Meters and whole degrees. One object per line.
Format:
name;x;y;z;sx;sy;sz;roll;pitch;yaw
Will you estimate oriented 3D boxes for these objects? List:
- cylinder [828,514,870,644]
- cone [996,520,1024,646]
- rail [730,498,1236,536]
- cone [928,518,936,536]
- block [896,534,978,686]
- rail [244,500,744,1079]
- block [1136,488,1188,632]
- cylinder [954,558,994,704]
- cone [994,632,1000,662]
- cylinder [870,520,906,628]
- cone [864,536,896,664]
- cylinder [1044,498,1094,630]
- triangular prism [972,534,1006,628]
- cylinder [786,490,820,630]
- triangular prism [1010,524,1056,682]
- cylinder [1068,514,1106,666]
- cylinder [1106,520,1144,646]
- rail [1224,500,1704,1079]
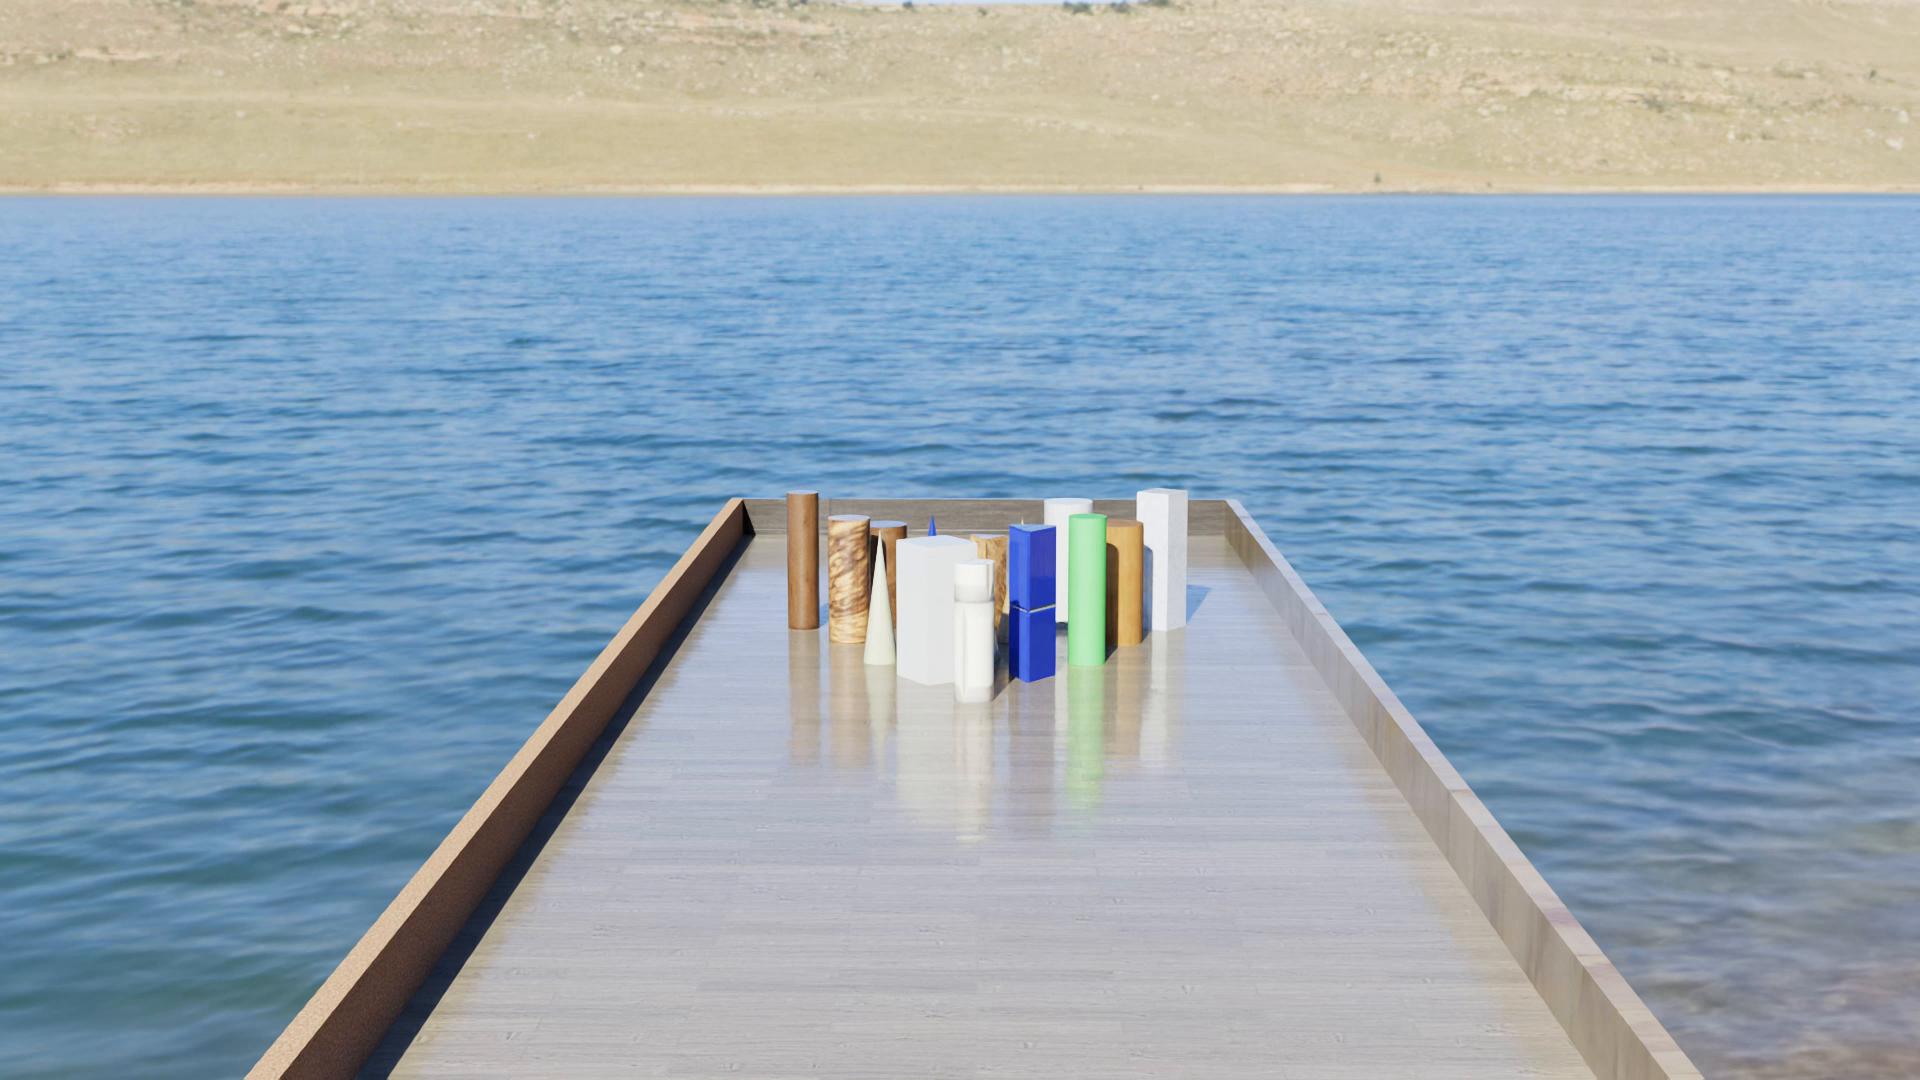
cylinder;-0.350;0.125;6.963;0.134;0.394;0.134;0;9;0
cone;0.197;0.125;6.963;0.168;0.394;0.168;0;9;0
rail;0.099;-0.098;9.147;2.100;0.150;0.050;0;9;1
cone;-0.087;0.123;6.909;0.163;0.415;0.163;0;9;0
block;-0.068;0.203;6.439;0.171;0.404;0.171;-6;11;-32
rail;-1.004;0.839;3.234;0.050;0.150;12.000;0;9;1
block;0.659;0.062;7.188;0.119;0.447;0.119;7;11;37
cylinder;0.039;0.253;6.161;0.114;0.391;0.114;0;9;0
cone;0.058;0.209;6.682;0.132;0.316;0.132;0;9;0
cylinder;-0.249;0.114;7.222;0.152;0.335;0.152;0;9;0
cone;-0.241;0.167;6.656;0.107;0.408;0.107;0;9;0
cylinder;0.354;0.077;7.211;0.160;0.412;0.160;0;9;0
triangular prism;0.076;0.135;7.197;0.101;0.301;0.116;7;11;38
cylinder;-0.511;0.065;7.174;0.104;0.446;0.104;0;9;0
triangular prism;0.193;0.180;6.447;0.117;0.446;0.136;7;11;38
cylinder;0.384;0.149;6.644;0.115;0.446;0.115;0;9;0
cylinder;0.496;0.134;6.954;0.166;0.379;0.166;0;9;0
rail;1.046;0.843;3.208;0.050;0.150;12.000;0;9;1
